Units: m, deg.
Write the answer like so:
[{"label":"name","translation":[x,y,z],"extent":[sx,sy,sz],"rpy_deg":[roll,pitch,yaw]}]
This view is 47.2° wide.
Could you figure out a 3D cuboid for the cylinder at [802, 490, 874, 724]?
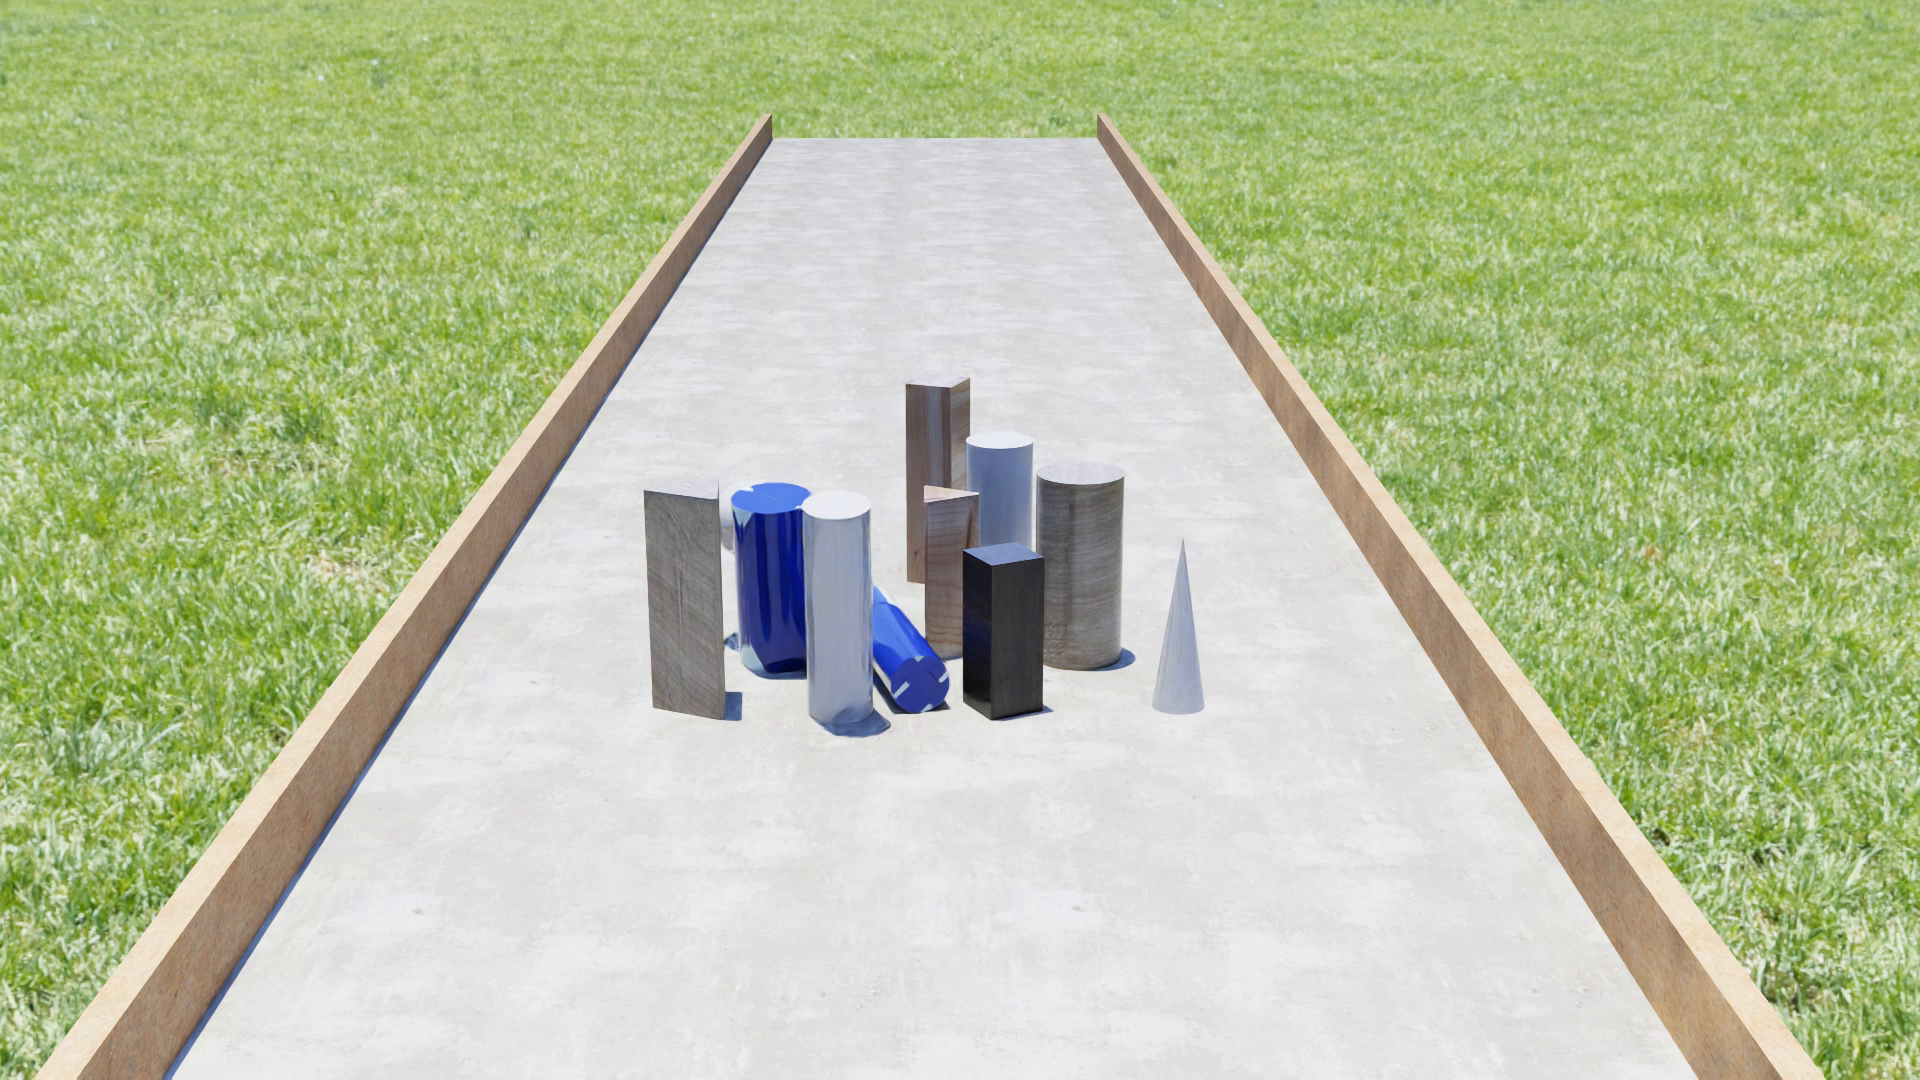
[{"label":"cylinder","translation":[-0.223,0.126,4.045],"extent":[0.124,0.418,0.124],"rpy_deg":[0,25,0]}]

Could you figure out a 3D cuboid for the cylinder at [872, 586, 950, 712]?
[{"label":"cylinder","translation":[-0.130,0.210,4.322],"extent":[0.114,0.114,0.438],"rpy_deg":[-4,17,-14]}]

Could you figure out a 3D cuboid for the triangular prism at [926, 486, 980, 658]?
[{"label":"triangular prism","translation":[-0.042,0.063,4.432],"extent":[0.123,0.332,0.107],"rpy_deg":[-10,19,-29]}]

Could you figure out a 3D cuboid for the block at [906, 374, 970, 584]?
[{"label":"block","translation":[-0.048,-0.132,4.875],"extent":[0.109,0.453,0.109],"rpy_deg":[7,18,21]}]

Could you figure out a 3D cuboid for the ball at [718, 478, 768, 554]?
[{"label":"ball","translation":[-0.424,-0.043,4.460],"extent":[0.164,0.164,0.164],"rpy_deg":[0,17,0]}]

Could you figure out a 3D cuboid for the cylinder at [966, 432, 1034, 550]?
[{"label":"cylinder","translation":[0.083,-0.026,4.646],"extent":[0.142,0.381,0.142],"rpy_deg":[0,17,0]}]

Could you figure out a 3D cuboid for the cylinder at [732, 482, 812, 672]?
[{"label":"cylinder","translation":[-0.364,0.074,4.347],"extent":[0.158,0.342,0.158],"rpy_deg":[-1,24,0]}]

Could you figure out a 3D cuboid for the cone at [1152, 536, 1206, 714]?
[{"label":"cone","translation":[0.414,0.152,4.124],"extent":[0.102,0.337,0.102],"rpy_deg":[0,17,0]}]

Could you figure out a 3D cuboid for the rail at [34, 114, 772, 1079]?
[{"label":"rail","translation":[-1.118,-0.838,7.780],"extent":[0.050,0.150,12.000],"rpy_deg":[0,17,-1]}]

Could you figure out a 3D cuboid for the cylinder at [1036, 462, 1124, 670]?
[{"label":"cylinder","translation":[0.237,0.051,4.384],"extent":[0.174,0.383,0.174],"rpy_deg":[0,17,0]}]

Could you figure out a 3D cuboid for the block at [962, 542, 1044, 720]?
[{"label":"block","translation":[0.081,0.170,4.123],"extent":[0.112,0.303,0.112],"rpy_deg":[-9,19,-27]}]

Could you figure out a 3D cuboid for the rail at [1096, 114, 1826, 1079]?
[{"label":"rail","translation":[0.932,-0.844,7.801],"extent":[0.050,0.150,12.000],"rpy_deg":[0,17,-1]}]

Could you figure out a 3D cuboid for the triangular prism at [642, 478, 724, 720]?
[{"label":"triangular prism","translation":[-0.484,0.104,4.128],"extent":[0.154,0.428,0.134],"rpy_deg":[8,18,24]}]
